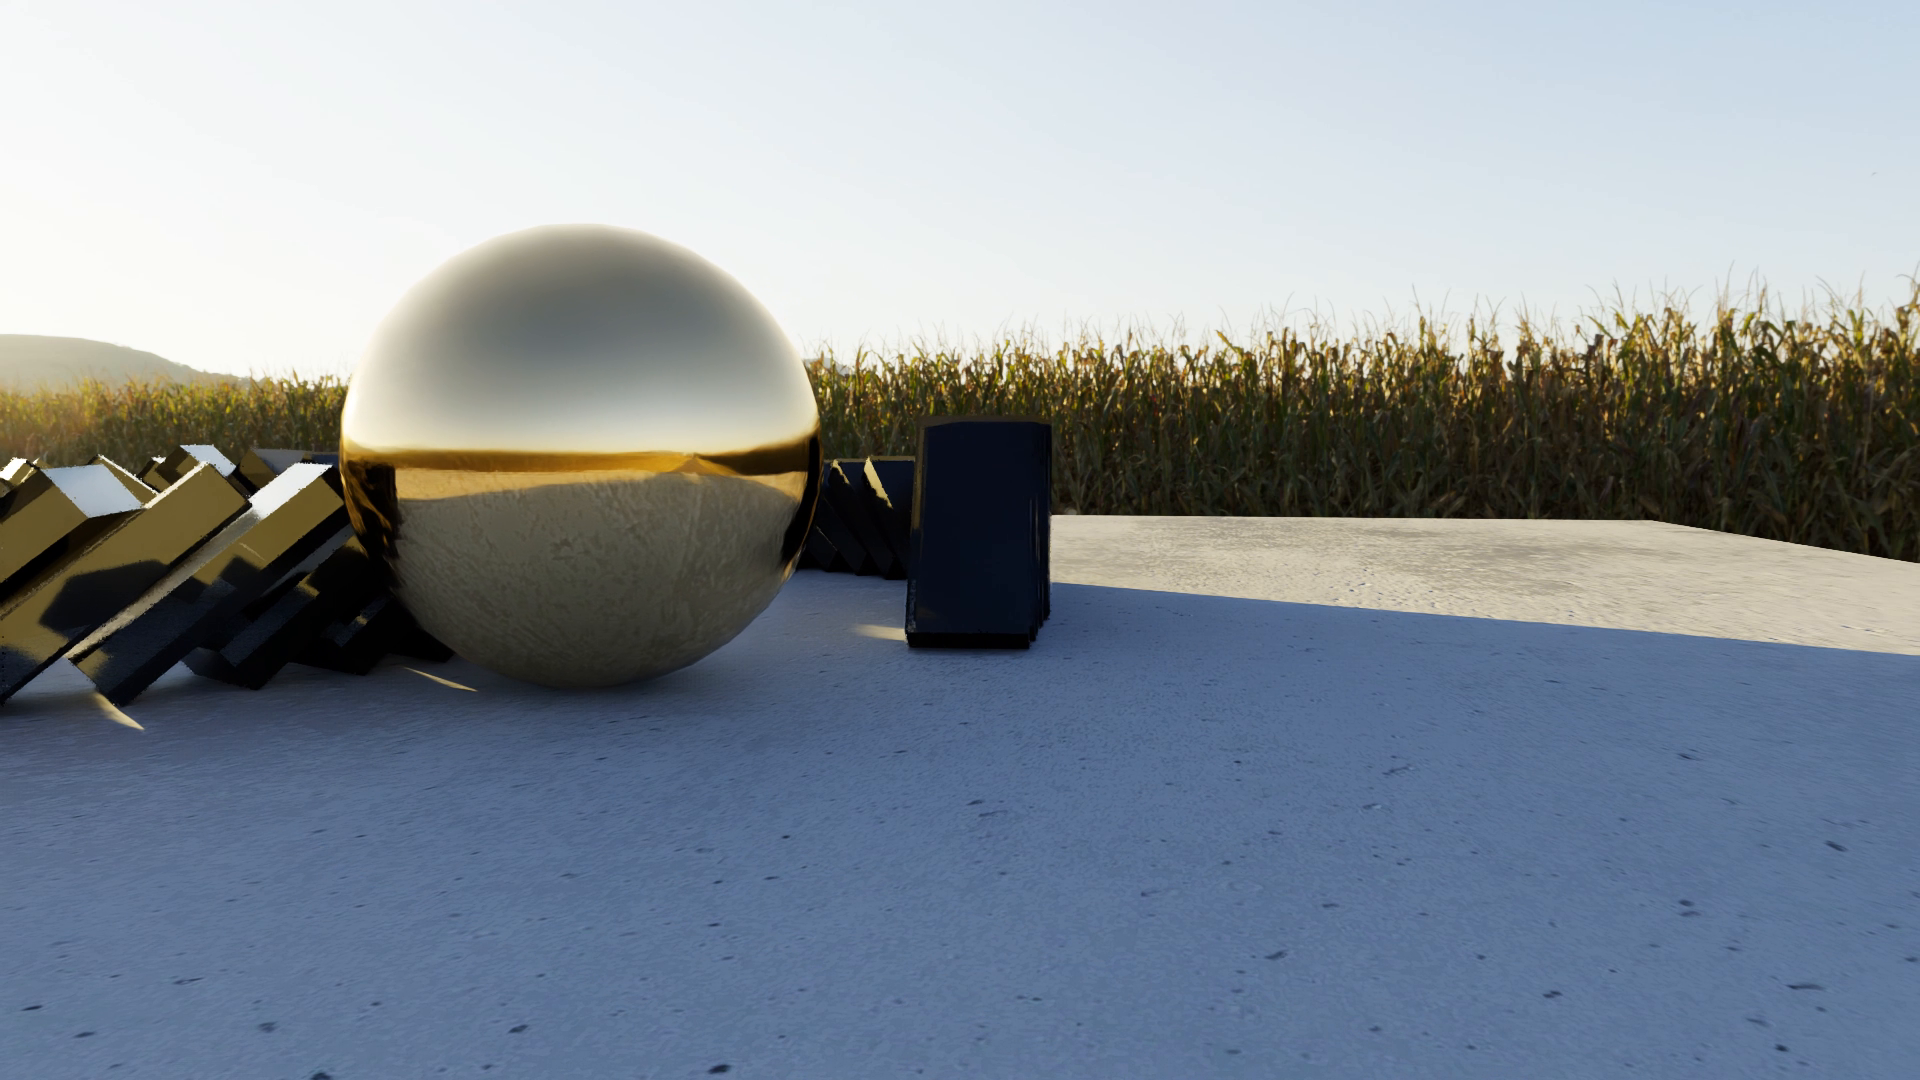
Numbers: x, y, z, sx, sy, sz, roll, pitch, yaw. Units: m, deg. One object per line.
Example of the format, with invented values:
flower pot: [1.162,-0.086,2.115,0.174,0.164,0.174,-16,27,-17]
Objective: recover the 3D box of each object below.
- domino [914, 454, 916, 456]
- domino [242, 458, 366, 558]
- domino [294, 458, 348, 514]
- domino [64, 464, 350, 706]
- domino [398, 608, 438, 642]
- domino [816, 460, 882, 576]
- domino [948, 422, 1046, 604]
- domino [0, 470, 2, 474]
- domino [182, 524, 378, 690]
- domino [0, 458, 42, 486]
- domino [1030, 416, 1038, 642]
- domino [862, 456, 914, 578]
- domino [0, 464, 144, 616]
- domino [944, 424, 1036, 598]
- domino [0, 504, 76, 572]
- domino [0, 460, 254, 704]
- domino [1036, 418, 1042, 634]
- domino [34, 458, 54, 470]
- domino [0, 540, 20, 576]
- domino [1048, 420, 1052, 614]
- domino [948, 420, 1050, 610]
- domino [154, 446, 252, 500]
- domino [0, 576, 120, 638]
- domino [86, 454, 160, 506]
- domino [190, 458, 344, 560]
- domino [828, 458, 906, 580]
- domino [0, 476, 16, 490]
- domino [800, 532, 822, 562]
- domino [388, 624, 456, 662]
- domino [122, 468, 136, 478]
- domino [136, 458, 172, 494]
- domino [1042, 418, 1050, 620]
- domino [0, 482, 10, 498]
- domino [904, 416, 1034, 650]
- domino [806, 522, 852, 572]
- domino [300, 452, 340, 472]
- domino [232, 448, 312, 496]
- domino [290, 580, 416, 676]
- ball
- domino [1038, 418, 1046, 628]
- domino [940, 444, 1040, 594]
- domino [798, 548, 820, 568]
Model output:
domino: [0.001,-0.008,0.392,0.025,0.010,0.050,0,49,-9]
domino: [-0.240,-0.012,0.481,0.050,0.009,0.025,36,-5,-14]
domino: [-0.223,-0.012,0.487,0.050,0.009,0.025,36,-2,-11]
domino: [-0.131,0.006,0.226,0.025,0.010,0.050,5,45,49]
domino: [-0.099,0.002,0.286,0.025,0.010,0.050,2,43,18]
domino: [-0.035,-0.008,0.434,0.025,0.009,0.050,-4,41,-40]
domino: [0.011,-0.008,0.348,0.025,0.050,0.009,0,-24,5]
domino: [-0.310,-0.009,0.433,0.025,0.010,0.050,4,-31,46]
domino: [-0.121,0.005,0.241,0.025,0.009,0.050,3,43,38]
domino: [-0.231,-0.002,0.344,0.025,0.010,0.050,5,-32,48]
domino: [0.004,-0.003,0.284,0.025,0.050,0.009,0,-24,5]
domino: [-0.011,-0.007,0.407,0.025,0.010,0.050,-2,43,-26]
domino: [-0.157,0.008,0.202,0.050,0.009,0.025,-40,14,-9]
domino: [0.009,-0.009,0.360,0.025,0.050,0.010,0,-25,3]
domino: [-0.319,-0.008,0.418,0.025,0.010,0.050,3,-31,37]
domino: [-0.143,0.007,0.214,0.050,0.009,0.025,-46,25,-21]
domino: [0.006,-0.004,0.294,0.025,0.050,0.010,0,-24,5]
domino: [-0.299,-0.010,0.446,0.050,0.009,0.025,41,-20,-31]
domino: [-0.327,-0.006,0.402,0.025,0.009,0.050,3,-31,31]
domino: [0.011,-0.006,0.326,0.025,0.050,0.009,0,-24,5]
domino: [0.011,-0.007,0.337,0.025,0.050,0.010,0,-24,5]
domino: [-0.203,-0.006,0.369,0.050,0.010,0.025,45,-6,-12]
domino: [-0.223,0.016,0.295,0.025,0.010,0.050,0,4,2]
domino: [-0.219,-0.004,0.356,0.050,0.009,0.025,42,-18,-25]
domino: [-0.256,-0.012,0.475,0.050,0.009,0.025,37,-8,-17]
domino: [-0.022,-0.008,0.421,0.025,0.010,0.050,-3,42,-32]
domino: [-0.229,0.001,0.318,0.025,0.009,0.050,1,-29,13]
domino: [-0.076,-0.011,0.465,0.050,0.009,0.025,44,27,26]
domino: [-0.102,0.003,0.269,0.025,0.009,0.050,4,44,30]
domino: [-0.285,-0.011,0.458,0.050,0.010,0.025,38,-14,-24]
domino: [-0.271,-0.011,0.467,0.050,0.009,0.025,37,-11,-21]
domino: [0.009,-0.005,0.316,0.025,0.050,0.010,0,-24,5]
domino: [-0.173,0.008,0.196,0.050,0.009,0.025,-39,8,-2]
domino: [0.003,-0.002,0.273,0.025,0.050,0.009,0,-24,5]
domino: [-0.048,-0.009,0.445,0.025,0.010,0.050,-4,42,-45]
domino: [-0.169,-0.006,0.375,0.050,0.010,0.025,45,19,14]
domino: [-0.186,-0.006,0.377,0.050,0.009,0.025,43,10,7]
domino: [-0.111,0.004,0.255,0.025,0.009,0.050,4,43,32]
ball: [-0.064,-0.014,0.224,0.080,0.080,0.080,0,4,0]
domino: [0.007,-0.005,0.305,0.025,0.050,0.009,0,-24,5]
domino: [0.009,-0.007,0.377,0.025,0.010,0.050,4,48,4]
domino: [-0.061,-0.010,0.456,0.025,0.010,0.050,-5,42,-49]
